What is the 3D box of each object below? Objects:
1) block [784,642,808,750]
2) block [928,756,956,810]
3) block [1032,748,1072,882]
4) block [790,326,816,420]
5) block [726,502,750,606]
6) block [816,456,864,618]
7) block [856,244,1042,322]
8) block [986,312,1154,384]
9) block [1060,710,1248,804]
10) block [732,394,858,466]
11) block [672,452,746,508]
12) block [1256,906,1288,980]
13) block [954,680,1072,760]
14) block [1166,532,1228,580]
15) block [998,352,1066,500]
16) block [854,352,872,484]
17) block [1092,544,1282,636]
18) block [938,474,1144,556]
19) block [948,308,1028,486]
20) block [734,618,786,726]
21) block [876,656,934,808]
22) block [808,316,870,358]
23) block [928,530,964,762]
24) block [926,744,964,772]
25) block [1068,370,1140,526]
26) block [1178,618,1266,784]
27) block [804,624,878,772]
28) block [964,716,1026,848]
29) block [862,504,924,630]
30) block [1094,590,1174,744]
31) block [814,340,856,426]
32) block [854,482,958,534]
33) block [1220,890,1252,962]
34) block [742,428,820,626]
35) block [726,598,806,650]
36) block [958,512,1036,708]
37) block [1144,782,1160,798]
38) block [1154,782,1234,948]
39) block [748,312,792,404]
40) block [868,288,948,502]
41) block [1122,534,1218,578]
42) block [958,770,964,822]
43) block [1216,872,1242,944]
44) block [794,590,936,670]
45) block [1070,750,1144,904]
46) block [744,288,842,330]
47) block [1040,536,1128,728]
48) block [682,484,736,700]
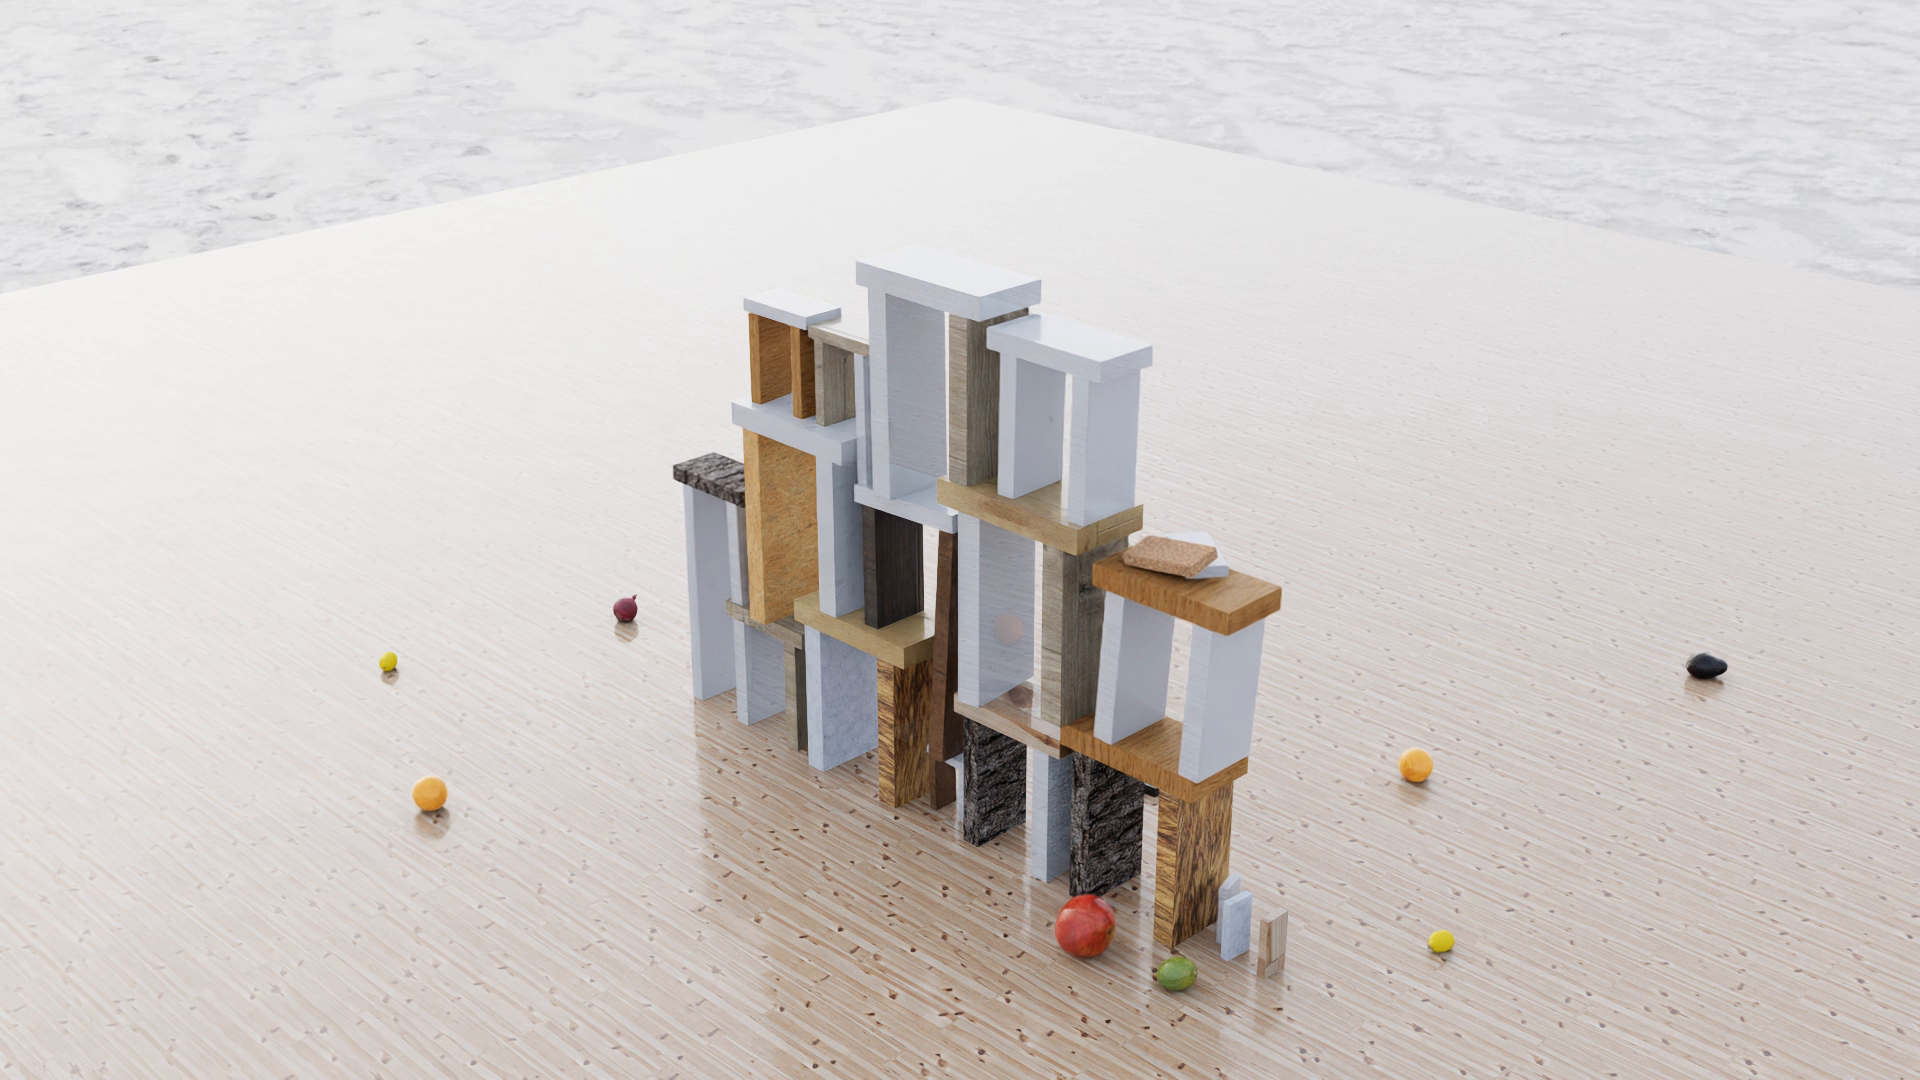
[{"bbox_3d":[-0.315,0.316,4.700,0.124,0.247,0.035,-21,31,-41],"label":"block"},{"bbox_3d":[-0.035,0.484,4.468,0.017,0.117,0.059,18,28,41],"label":"block"},{"bbox_3d":[0.200,0.505,4.217,0.039,0.277,0.139,21,31,41],"label":"block"},{"bbox_3d":[-0.291,-0.344,4.388,0.094,0.189,0.027,-21,31,-40],"label":"block"},{"bbox_3d":[-0.439,0.013,4.709,0.033,0.231,0.116,20,30,41],"label":"block"},{"bbox_3d":[-0.208,-0.028,4.439,0.048,0.337,0.169,21,31,41],"label":"block"},{"bbox_3d":[-0.023,-0.475,4.046,0.322,0.046,0.161,22,31,40],"label":"block"},{"bbox_3d":[0.192,-0.340,3.867,0.136,0.039,0.272,-21,31,-40],"label":"block"},{"bbox_3d":[0.352,0.378,4.009,0.157,0.044,0.314,-21,31,-41],"label":"block"},{"bbox_3d":[-0.288,-0.236,4.437,0.169,0.048,0.338,-21,31,-40],"label":"block"},{"bbox_3d":[-0.497,-0.131,4.710,0.231,0.033,0.116,21,31,41],"label":"block"},{"bbox_3d":[0.557,0.718,3.917,0.017,0.118,0.059,21,31,41],"label":"block"},{"bbox_3d":[0.135,0.333,4.215,0.277,0.039,0.139,21,31,41],"label":"block"},{"bbox_3d":[0.417,0.026,3.875,0.075,0.021,0.150,-3,23,-8],"label":"block"},{"bbox_3d":[0.130,-0.223,3.987,0.039,0.272,0.136,21,31,39],"label":"block"},{"bbox_3d":[-0.163,-0.246,4.288,0.025,0.264,0.088,19,30,40],"label":"block"},{"bbox_3d":[0.393,0.081,3.829,0.299,0.042,0.149,21,31,40],"label":"block"},{"bbox_3d":[0.144,-0.067,4.034,0.176,0.050,0.353,-21,31,-40],"label":"block"},{"bbox_3d":[0.053,-0.274,4.046,0.161,0.322,0.046,-21,31,-41],"label":"block"},{"bbox_3d":[-0.431,0.270,4.808,0.035,0.247,0.124,21,31,41],"label":"block"},{"bbox_3d":[-0.091,0.368,4.476,0.046,0.327,0.163,21,31,41],"label":"block"},{"bbox_3d":[-0.204,-0.396,4.271,0.175,0.025,0.088,21,31,41],"label":"block"},{"bbox_3d":[0.007,0.192,4.325,0.037,0.500,0.130,23,31,38],"label":"block"},{"bbox_3d":[-0.006,0.431,4.421,0.058,0.017,0.117,-19,30,-40],"label":"block"},{"bbox_3d":[0.253,-0.172,3.867,0.136,0.272,0.039,-21,32,-40],"label":"block"},{"bbox_3d":[0.458,0.263,3.839,0.149,0.299,0.042,-21,34,-41],"label":"block"},{"bbox_3d":[-0.245,0.308,4.618,0.046,0.327,0.163,21,31,41],"label":"block"},{"bbox_3d":[0.070,0.453,4.337,0.039,0.277,0.139,21,31,41],"label":"block"},{"bbox_3d":[-0.132,0.035,4.389,0.037,0.260,0.130,21,31,41],"label":"block"},{"bbox_3d":[0.318,0.208,3.967,0.149,0.299,0.042,-21,35,-40],"label":"block"},{"bbox_3d":[-0.245,-0.320,4.348,0.088,0.176,0.025,-21,31,-40],"label":"block"},{"bbox_3d":[-0.067,-0.079,4.275,0.260,0.037,0.130,19,29,39],"label":"block"},{"bbox_3d":[0.499,0.696,3.969,0.059,0.118,0.017,-19,29,-37],"label":"block"},{"bbox_3d":[-0.367,-0.048,4.603,0.048,0.428,0.169,21,31,41],"label":"block"},{"bbox_3d":[-0.373,0.163,4.699,0.124,0.035,0.247,-21,31,-41],"label":"block"},{"bbox_3d":[0.071,0.106,4.195,0.050,0.395,0.176,17,28,35],"label":"block"},{"bbox_3d":[0.420,0.487,4.585,0.075,0.021,0.150,18,29,37],"label":"block"},{"bbox_3d":[0.426,0.572,4.011,0.157,0.314,0.044,-21,31,-40],"label":"block"},{"bbox_3d":[-0.385,-0.380,4.473,0.027,0.189,0.094,17,28,34],"label":"block"},{"bbox_3d":[-0.098,-0.294,4.205,0.046,0.414,0.161,19,29,39],"label":"block"},{"bbox_3d":[0.366,0.028,3.828,0.150,0.021,0.075,11,35,43],"label":"block"},{"bbox_3d":[0.021,0.505,4.420,0.017,0.117,0.059,18,28,34],"label":"block"},{"bbox_3d":[0.491,0.674,4.021,0.017,0.118,0.059,13,26,28],"label":"block"},{"bbox_3d":[-0.168,0.166,4.474,0.327,0.046,0.163,21,31,41],"label":"block"},{"bbox_3d":[0.279,0.514,4.147,0.044,0.314,0.157,21,31,41],"label":"block"},{"bbox_3d":[-0.335,-0.462,4.389,0.189,0.027,0.094,21,31,41],"label":"block"},{"bbox_3d":[0.228,0.150,4.037,0.176,0.353,0.050,-21,31,-40],"label":"block"},{"bbox_3d":[-0.545,0.102,4.861,0.116,0.514,0.033,-21,31,-40],"label":"block"}]
